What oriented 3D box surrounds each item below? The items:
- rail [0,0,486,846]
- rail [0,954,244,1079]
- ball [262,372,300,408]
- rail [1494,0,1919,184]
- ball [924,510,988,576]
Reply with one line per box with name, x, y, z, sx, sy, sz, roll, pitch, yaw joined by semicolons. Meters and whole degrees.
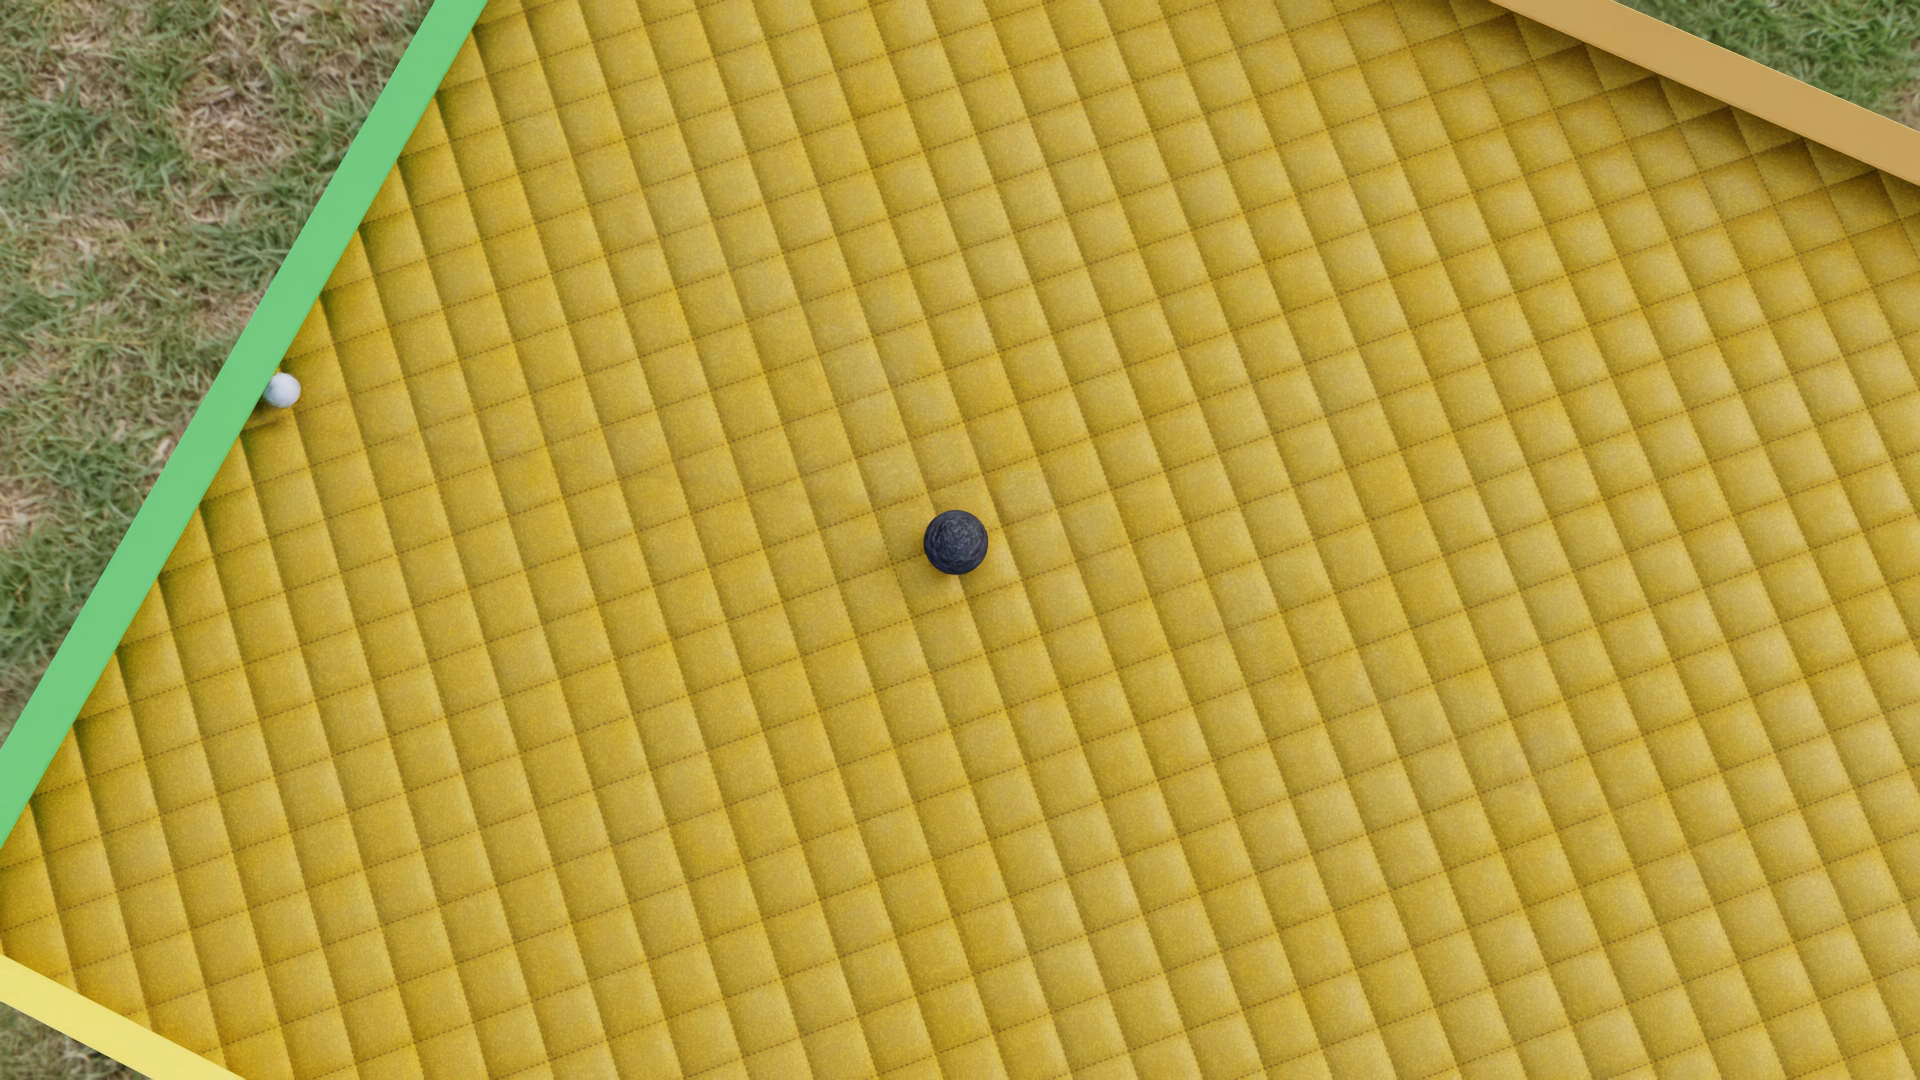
rail;-0.969;-0.460;3.392;0.045;0.127;2.391;25;78;6
rail;0.483;1.488;2.947;4.394;0.127;0.045;25;78;6
ball;-1.042;-0.230;3.378;0.055;0.055;0.055;0;77;0
rail;1.498;-0.572;3.418;4.394;0.127;0.045;25;78;6
ball;-0.006;0.004;3.302;0.098;0.098;0.098;0;77;0
